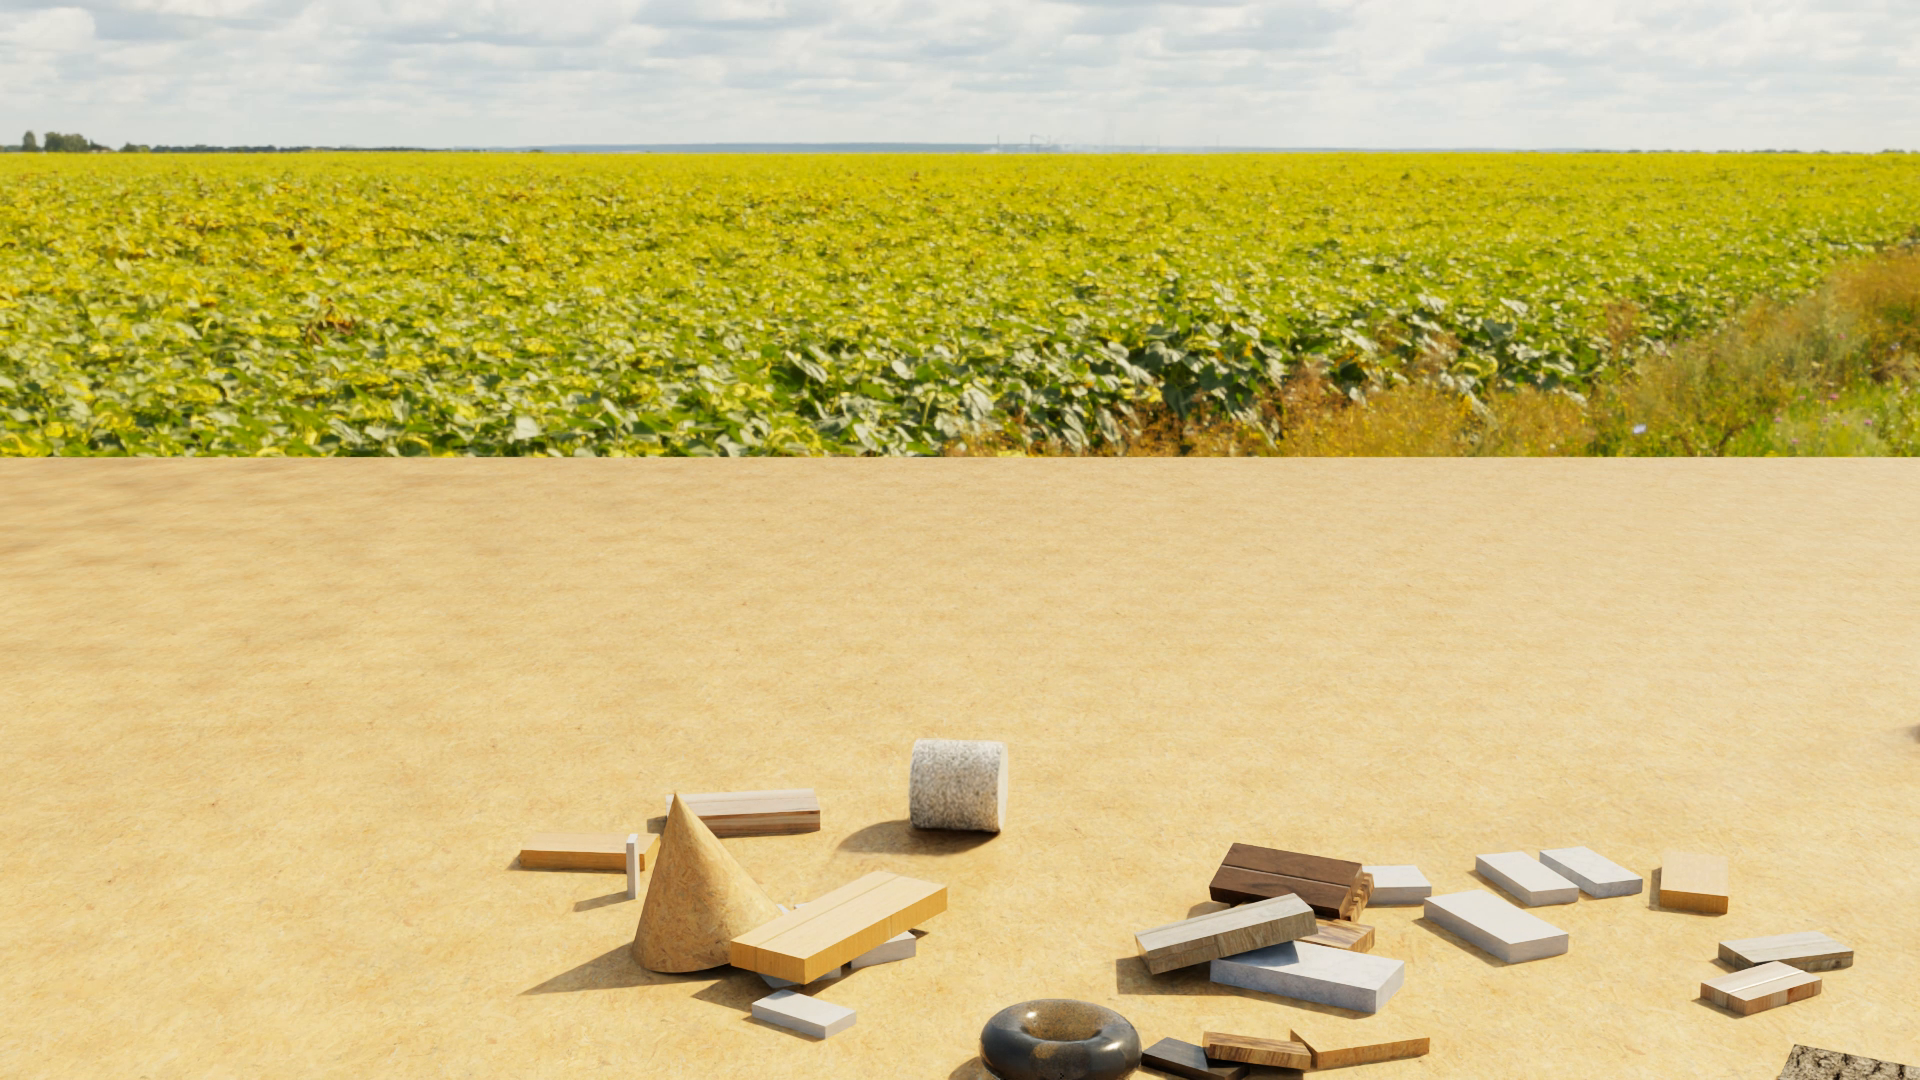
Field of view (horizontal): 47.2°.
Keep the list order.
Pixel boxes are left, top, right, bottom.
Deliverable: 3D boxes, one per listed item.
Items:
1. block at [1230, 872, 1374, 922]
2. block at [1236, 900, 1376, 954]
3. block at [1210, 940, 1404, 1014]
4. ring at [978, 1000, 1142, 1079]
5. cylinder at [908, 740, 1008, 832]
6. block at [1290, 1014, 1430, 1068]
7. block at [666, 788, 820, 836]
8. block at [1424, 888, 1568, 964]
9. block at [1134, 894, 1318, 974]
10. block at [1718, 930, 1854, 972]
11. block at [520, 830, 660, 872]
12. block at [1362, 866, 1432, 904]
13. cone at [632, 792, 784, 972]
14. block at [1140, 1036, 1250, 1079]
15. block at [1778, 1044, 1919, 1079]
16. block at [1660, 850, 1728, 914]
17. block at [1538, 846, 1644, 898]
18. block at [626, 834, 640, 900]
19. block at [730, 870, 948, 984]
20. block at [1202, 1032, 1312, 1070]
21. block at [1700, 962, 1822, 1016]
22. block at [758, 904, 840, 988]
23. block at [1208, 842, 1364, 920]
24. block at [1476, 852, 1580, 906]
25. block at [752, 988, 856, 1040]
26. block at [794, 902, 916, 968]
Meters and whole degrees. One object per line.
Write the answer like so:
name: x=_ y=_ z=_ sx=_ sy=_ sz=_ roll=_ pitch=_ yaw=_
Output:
block: x=0.556 y=0.571 z=3.581 sx=0.211 sy=0.030 sz=0.105 roll=6 pitch=36 yaw=30
block: x=0.524 y=0.616 z=3.443 sx=0.222 sy=0.031 sz=0.111 roll=7 pitch=12 yaw=32
block: x=0.518 y=0.643 z=3.281 sx=0.257 sy=0.036 sz=0.129 roll=6 pitch=12 yaw=29
ring: x=0.135 y=0.684 z=2.966 sx=0.221 sy=0.074 sz=0.221 roll=1 pitch=10 yaw=0
cylinder: x=-0.001 y=0.447 z=4.001 sx=0.160 sy=0.160 sz=0.160 roll=1 pitch=11 yaw=8
block: x=0.553 y=0.694 z=3.045 sx=0.170 sy=0.024 sz=0.085 roll=-3 pitch=11 yaw=-17
block: x=-0.400 y=0.501 z=4.041 sx=0.275 sy=0.039 sz=0.138 roll=-2 pitch=11 yaw=-9
block: x=0.846 y=0.609 z=3.480 sx=0.111 sy=0.031 sz=0.222 roll=-5 pitch=11 yaw=-23
block: x=0.402 y=0.596 z=3.337 sx=0.257 sy=0.036 sz=0.129 roll=-13 pitch=3 yaw=-4
block: x=1.263 y=0.634 z=3.366 sx=0.176 sy=0.025 sz=0.088 roll=-3 pitch=11 yaw=-16
block: x=-0.645 y=0.542 z=3.842 sx=0.219 sy=0.031 sz=0.109 roll=1 pitch=11 yaw=6
block: x=0.668 y=0.576 z=3.665 sx=0.211 sy=0.030 sz=0.105 roll=-1 pitch=11 yaw=-3
cone: x=-0.412 y=0.498 z=3.383 sx=0.242 sy=0.242 sz=0.242 roll=-10 pitch=15 yaw=3
block: x=0.319 y=0.709 z=2.979 sx=0.132 sy=0.019 sz=0.066 roll=8 pitch=13 yaw=37
block: x=1.210 y=0.721 z=2.862 sx=0.257 sy=0.036 sz=0.129 roll=6 pitch=12 yaw=29
block: x=1.231 y=0.572 z=3.686 sx=0.105 sy=0.030 sz=0.211 roll=4 pitch=11 yaw=18
block: x=1.072 y=0.564 z=3.741 sx=0.088 sy=0.025 sz=0.176 roll=-3 pitch=11 yaw=-17
block: x=-0.544 y=0.543 z=3.657 sx=0.014 sy=0.097 sz=0.049 roll=0 pitch=11 yaw=0
block: x=-0.180 y=0.592 z=3.384 sx=0.138 sy=0.039 sz=0.375 roll=7 pitch=13 yaw=32
block: x=0.402 y=0.693 z=2.986 sx=0.138 sy=0.020 sz=0.069 roll=7 pitch=1 yaw=-1
block: x=1.179 y=0.659 z=3.235 sx=0.165 sy=0.023 sz=0.082 roll=-6 pitch=12 yaw=-30
block: x=-0.283 y=0.625 z=3.397 sx=0.109 sy=0.031 sz=0.256 roll=-5 pitch=12 yaw=-25
block: x=0.528 y=0.554 z=3.560 sx=0.222 sy=0.031 sz=0.111 roll=6 pitch=36 yaw=29
block: x=0.954 y=0.570 z=3.708 sx=0.088 sy=0.025 sz=0.190 roll=-3 pitch=11 yaw=-14
block: x=-0.223 y=0.677 z=3.145 sx=0.138 sy=0.020 sz=0.069 roll=8 pitch=13 yaw=36
block: x=-0.167 y=0.614 z=3.457 sx=0.109 sy=0.031 sz=0.219 roll=-5 pitch=12 yaw=-27
